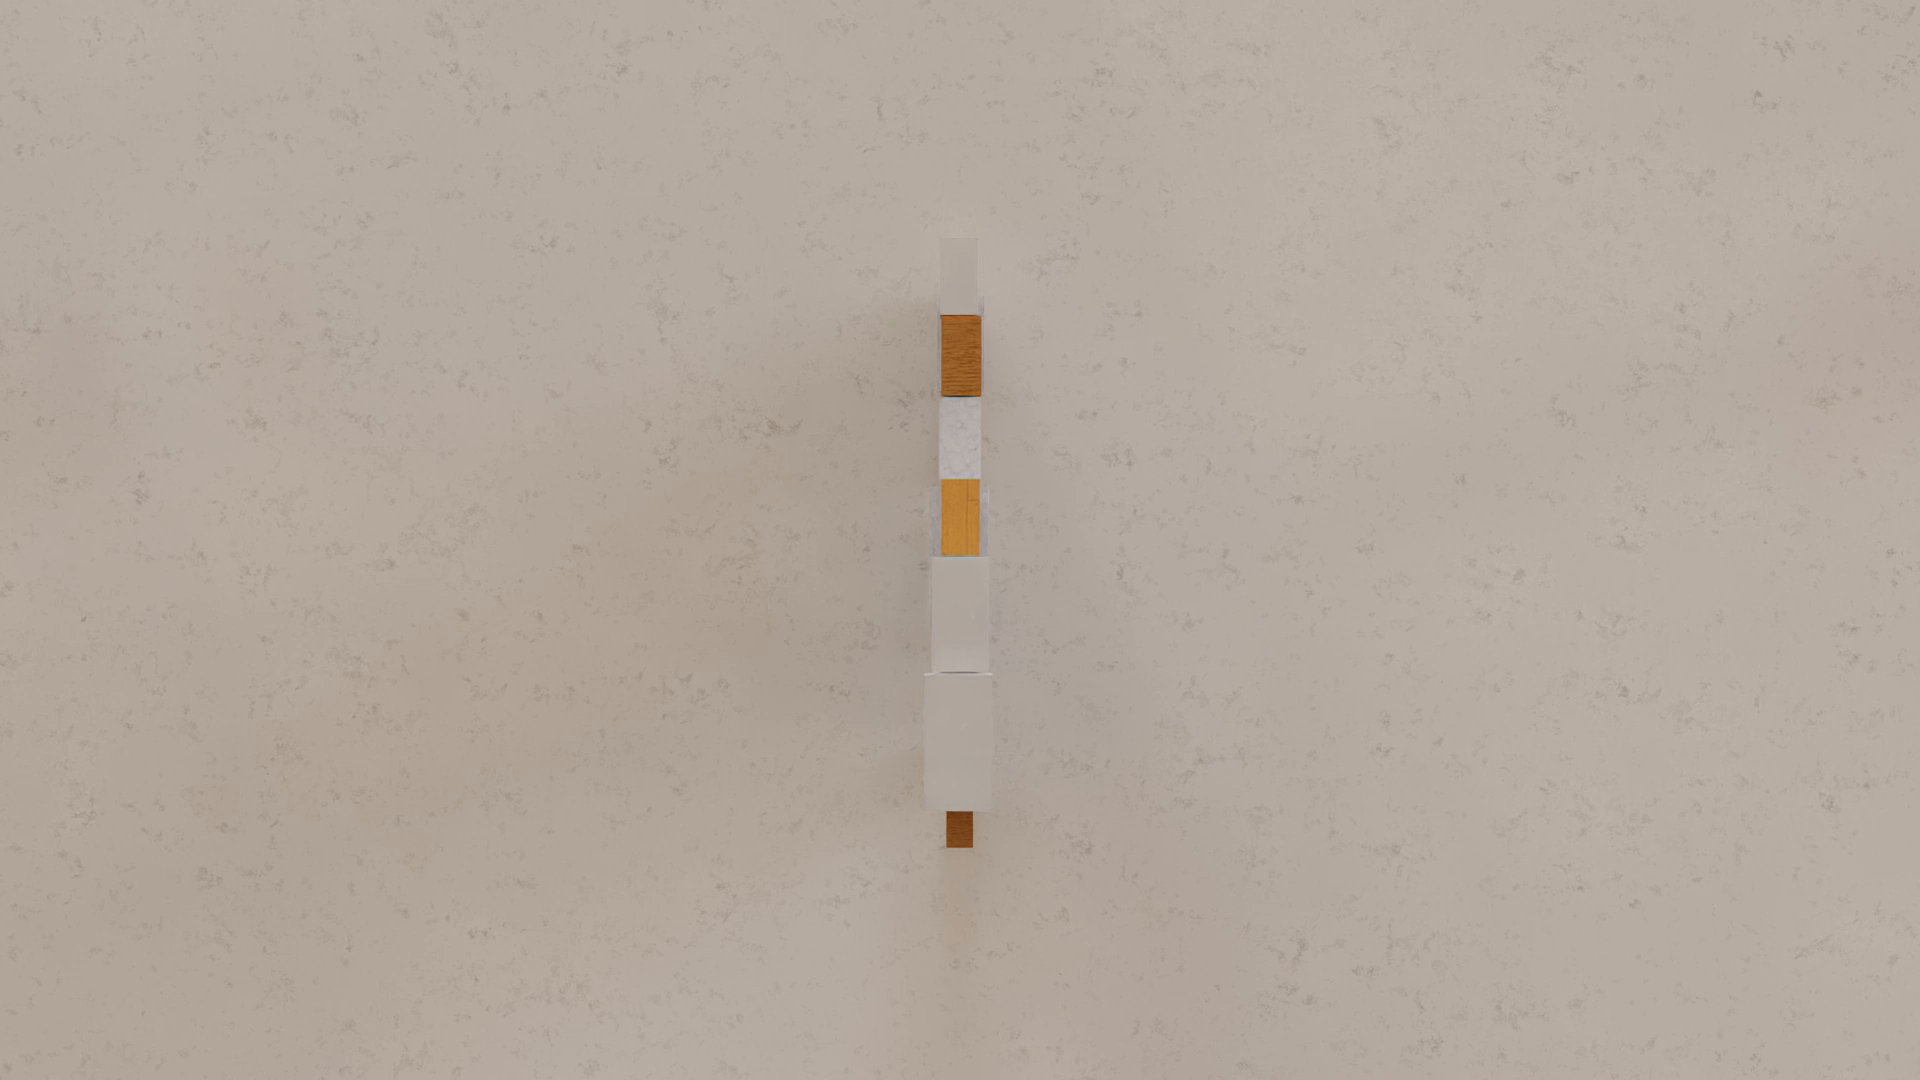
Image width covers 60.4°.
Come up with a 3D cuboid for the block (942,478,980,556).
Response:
[{"bbox_3d":[0.001,-0.060,4.338,0.100,0.028,0.200,0,90,0],"label":"block"}]

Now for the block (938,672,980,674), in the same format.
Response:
[{"bbox_3d":[-0.001,0.395,5.219,0.131,0.037,0.263,0,90,0],"label":"block"}]

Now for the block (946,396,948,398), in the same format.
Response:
[{"bbox_3d":[-0.003,-0.516,5.146,0.083,0.024,0.167,0,90,0],"label":"block"}]

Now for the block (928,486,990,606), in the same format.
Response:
[{"bbox_3d":[-0.003,0.019,4.575,0.165,0.047,0.330,0,90,0],"label":"block"}]

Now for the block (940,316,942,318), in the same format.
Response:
[{"bbox_3d":[-0.003,-0.660,4.709,0.106,0.212,0.030,0,90,0],"label":"block"}]

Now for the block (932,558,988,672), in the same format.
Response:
[{"bbox_3d":[0.001,0.191,4.239,0.146,0.041,0.292,0,90,0],"label":"block"}]

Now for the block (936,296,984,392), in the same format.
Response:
[{"bbox_3d":[0.002,-0.574,4.835,0.140,0.040,0.279,0,90,0],"label":"block"}]

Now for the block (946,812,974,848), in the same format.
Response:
[{"bbox_3d":[-0.001,0.764,4.499,0.073,0.021,0.147,0,90,0],"label":"block"}]

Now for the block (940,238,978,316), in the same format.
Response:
[{"bbox_3d":[-0.003,-0.731,4.588,0.106,0.030,0.212,0,90,0],"label":"block"}]

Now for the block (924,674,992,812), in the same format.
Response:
[{"bbox_3d":[-0.005,0.513,4.195,0.172,0.049,0.345,0,90,0],"label":"block"}]

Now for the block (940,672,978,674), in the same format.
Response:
[{"bbox_3d":[-0.004,0.472,4.579,0.106,0.030,0.212,0,90,0],"label":"block"}]

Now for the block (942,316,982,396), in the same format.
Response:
[{"bbox_3d":[0.004,-0.510,4.580,0.110,0.031,0.221,0,90,0],"label":"block"}]

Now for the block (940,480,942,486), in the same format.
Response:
[{"bbox_3d":[0.001,-0.187,5.014,0.118,0.033,0.236,0,90,0],"label":"block"}]

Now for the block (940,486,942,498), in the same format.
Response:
[{"bbox_3d":[0.000,-0.126,4.452,0.100,0.200,0.028,0,90,0],"label":"block"}]

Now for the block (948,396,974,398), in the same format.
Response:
[{"bbox_3d":[0.003,-0.356,4.840,0.073,0.021,0.147,0,90,0],"label":"block"}]

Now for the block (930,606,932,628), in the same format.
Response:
[{"bbox_3d":[-0.004,0.101,4.952,0.165,0.047,0.330,0,90,0],"label":"block"}]

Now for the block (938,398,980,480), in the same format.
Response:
[{"bbox_3d":[0.000,-0.280,4.584,0.115,0.033,0.230,0,90,0],"label":"block"}]
